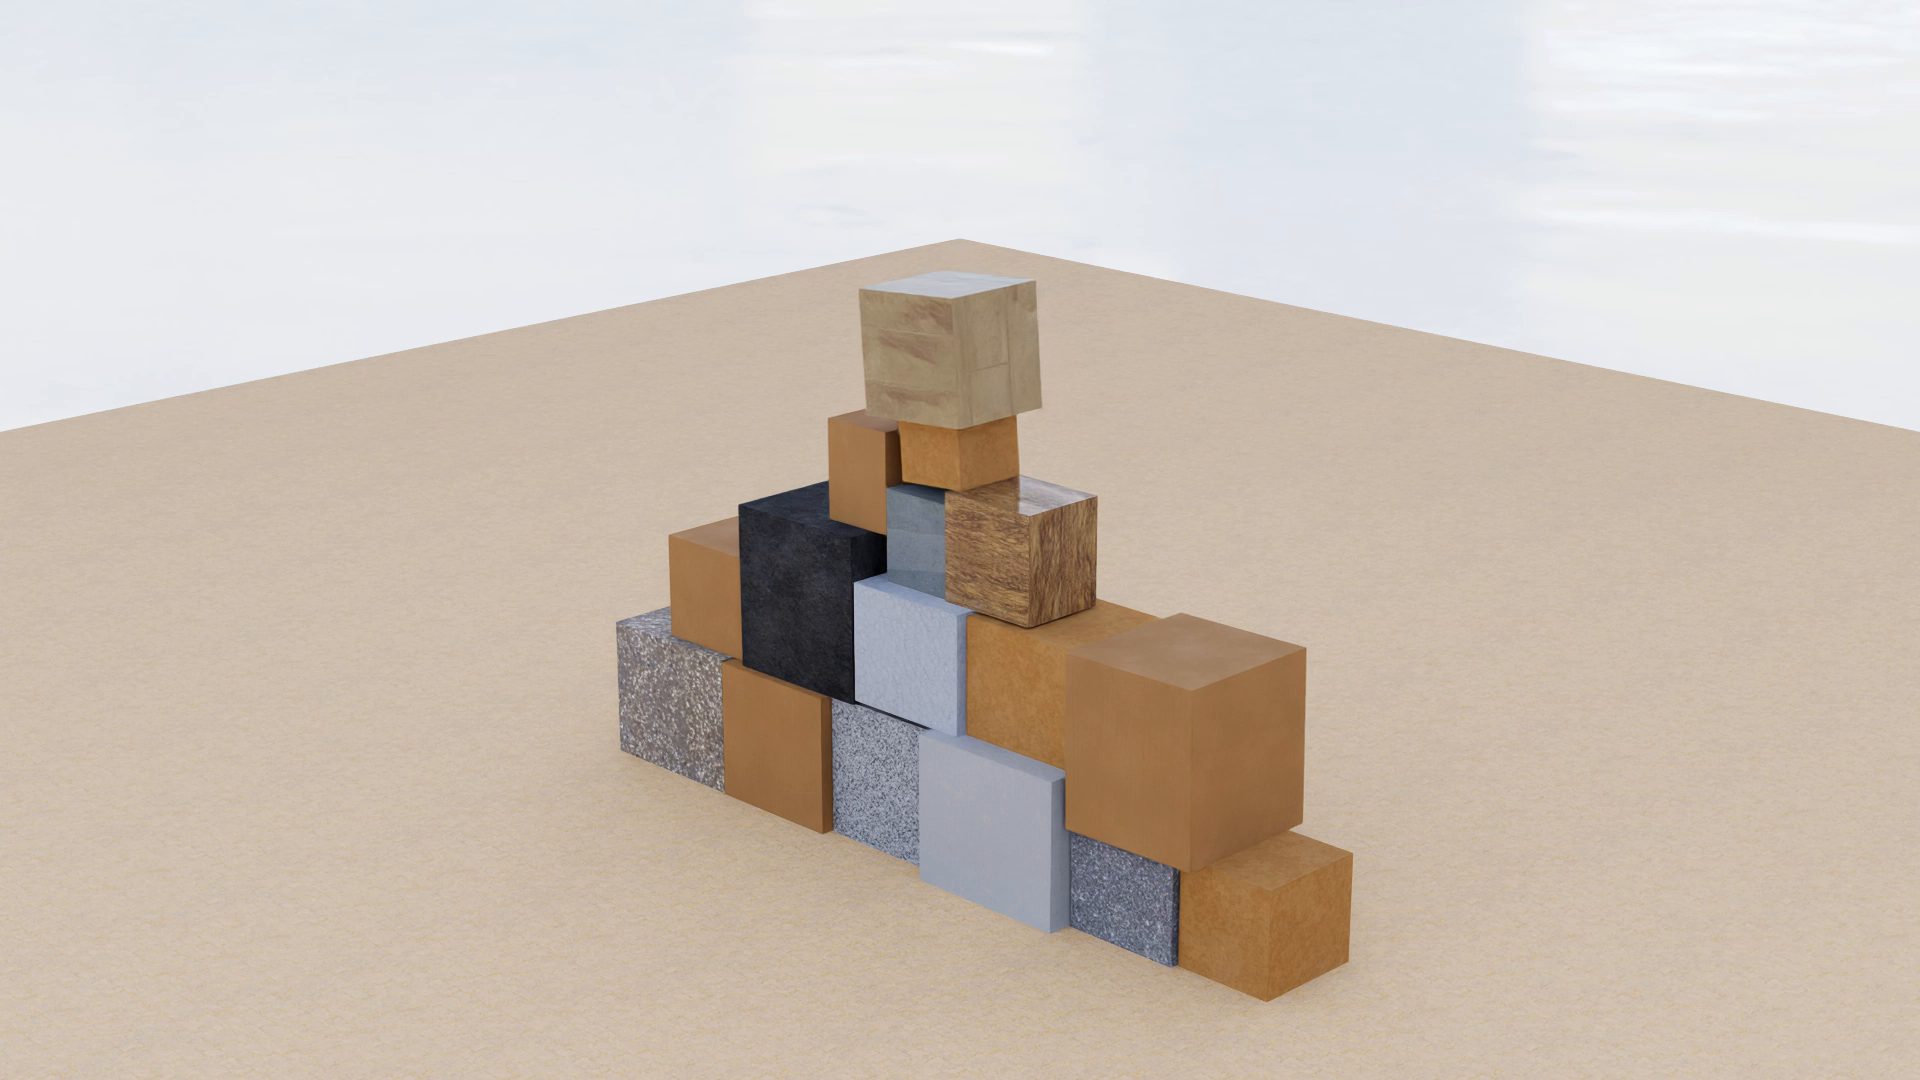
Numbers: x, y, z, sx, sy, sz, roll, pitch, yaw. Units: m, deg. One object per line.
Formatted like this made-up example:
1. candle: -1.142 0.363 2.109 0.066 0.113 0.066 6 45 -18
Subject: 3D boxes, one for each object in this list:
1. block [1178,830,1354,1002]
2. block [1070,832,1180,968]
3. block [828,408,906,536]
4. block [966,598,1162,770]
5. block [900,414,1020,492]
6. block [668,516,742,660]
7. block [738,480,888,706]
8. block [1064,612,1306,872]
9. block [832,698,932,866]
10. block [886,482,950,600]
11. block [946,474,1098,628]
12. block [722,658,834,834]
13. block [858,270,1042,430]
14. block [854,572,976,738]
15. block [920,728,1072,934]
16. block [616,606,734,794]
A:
1. block: 1.300 1.575 12.490 0.551 0.505 0.489 -17 24 -42
2. block: 0.895 1.472 12.843 0.569 0.489 0.586 -17 24 -42
3. block: -0.329 -0.335 13.595 0.409 0.485 0.382 -17 23 -42
4. block: 0.479 0.615 13.059 0.594 0.563 0.681 -17 24 -42
5. block: -0.003 -0.430 13.222 0.376 0.309 0.373 -17 19 -42
6. block: -1.017 0.219 14.476 0.601 0.520 0.570 -17 24 -42
7. block: -0.530 0.226 13.979 0.688 0.811 0.780 -17 23 -42
8. block: 0.968 0.855 12.607 0.752 0.806 0.709 -17 23 -42
9. block: -0.125 1.059 13.826 0.662 0.689 0.684 -17 24 -42
10. block: -0.048 -0.027 13.381 0.421 0.444 0.385 -17 24 -42
11. block: 0.271 0.040 13.055 0.438 0.511 0.515 -17 24 -42
12. block: -0.632 0.914 14.297 0.765 0.684 0.708 -17 24 -42
13. block: -0.041 -0.856 13.101 0.529 0.579 0.588 -17 19 -42
14. block: -0.009 0.467 13.509 0.683 0.576 0.666 -17 24 -42
15. block: 0.396 1.212 13.293 0.824 0.716 0.818 -17 24 -42
16. block: -1.175 0.747 14.816 0.756 0.691 0.811 -17 24 -42
